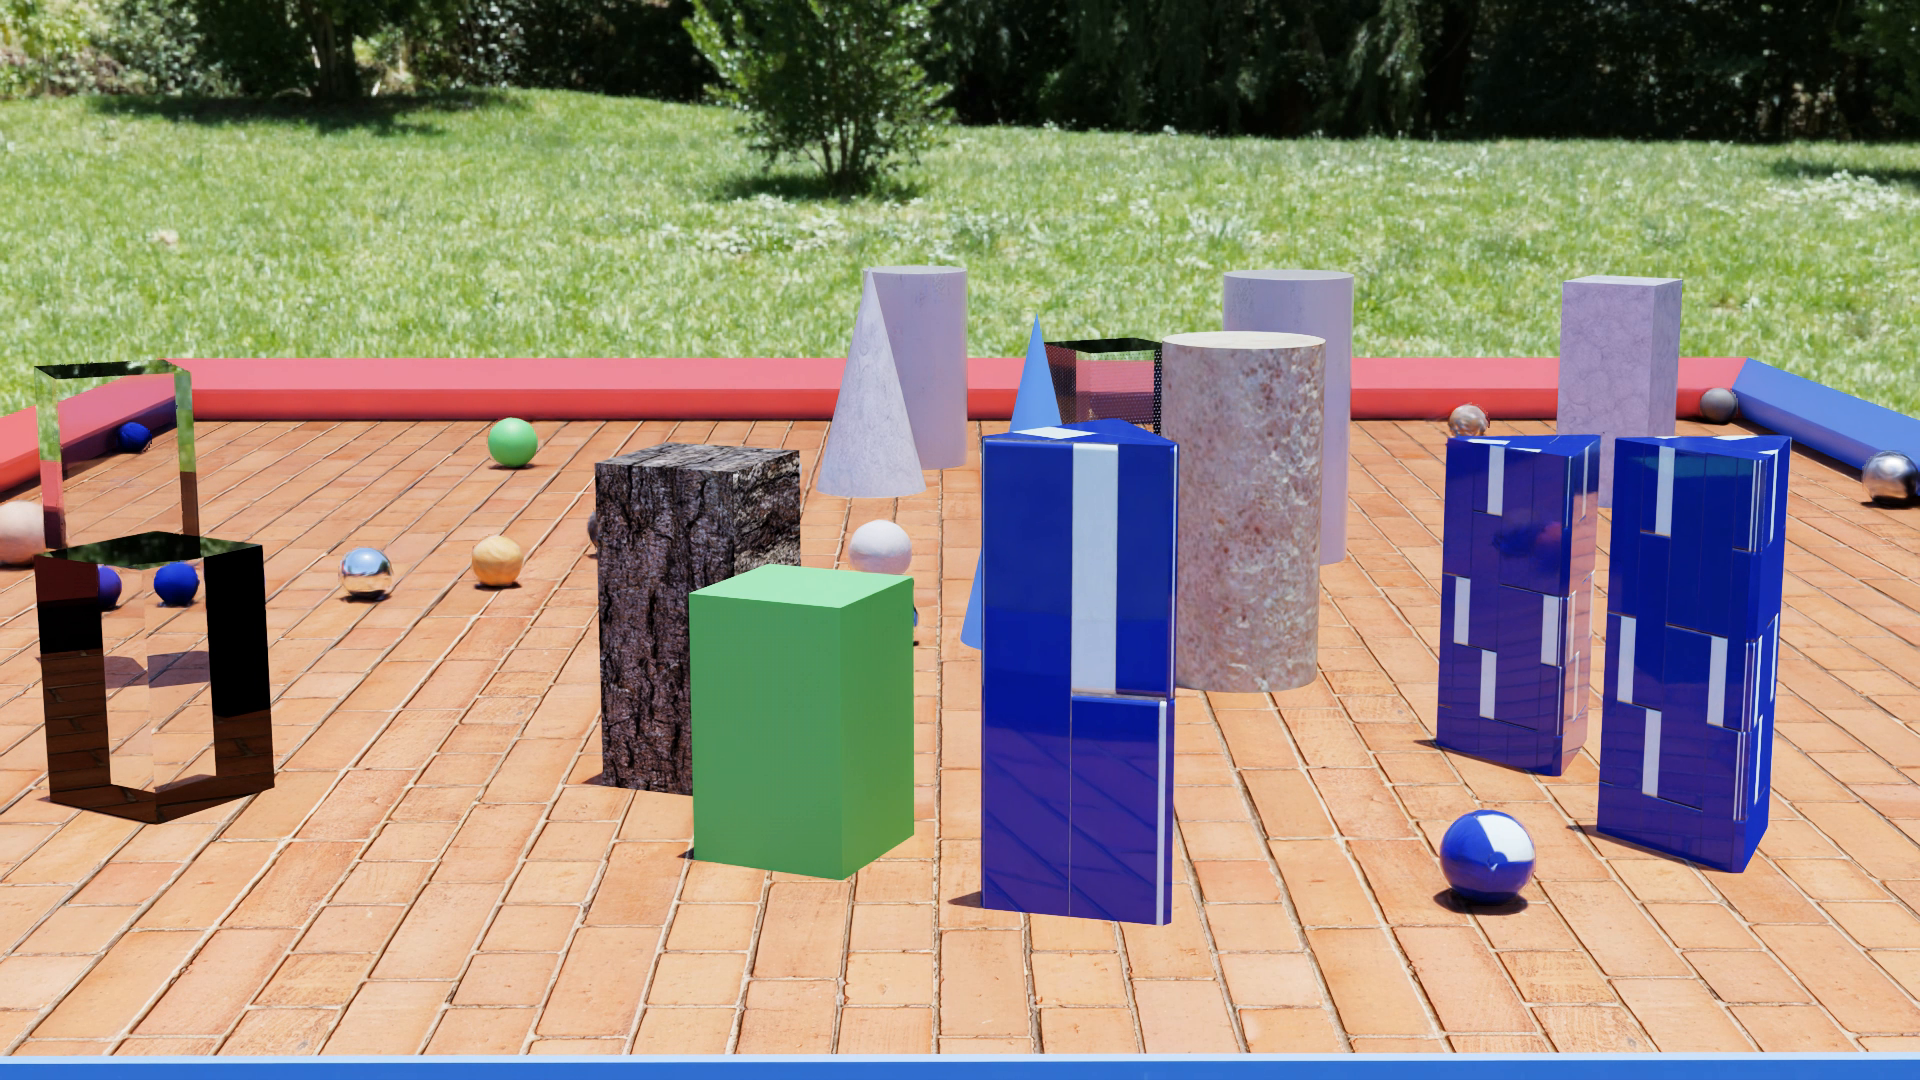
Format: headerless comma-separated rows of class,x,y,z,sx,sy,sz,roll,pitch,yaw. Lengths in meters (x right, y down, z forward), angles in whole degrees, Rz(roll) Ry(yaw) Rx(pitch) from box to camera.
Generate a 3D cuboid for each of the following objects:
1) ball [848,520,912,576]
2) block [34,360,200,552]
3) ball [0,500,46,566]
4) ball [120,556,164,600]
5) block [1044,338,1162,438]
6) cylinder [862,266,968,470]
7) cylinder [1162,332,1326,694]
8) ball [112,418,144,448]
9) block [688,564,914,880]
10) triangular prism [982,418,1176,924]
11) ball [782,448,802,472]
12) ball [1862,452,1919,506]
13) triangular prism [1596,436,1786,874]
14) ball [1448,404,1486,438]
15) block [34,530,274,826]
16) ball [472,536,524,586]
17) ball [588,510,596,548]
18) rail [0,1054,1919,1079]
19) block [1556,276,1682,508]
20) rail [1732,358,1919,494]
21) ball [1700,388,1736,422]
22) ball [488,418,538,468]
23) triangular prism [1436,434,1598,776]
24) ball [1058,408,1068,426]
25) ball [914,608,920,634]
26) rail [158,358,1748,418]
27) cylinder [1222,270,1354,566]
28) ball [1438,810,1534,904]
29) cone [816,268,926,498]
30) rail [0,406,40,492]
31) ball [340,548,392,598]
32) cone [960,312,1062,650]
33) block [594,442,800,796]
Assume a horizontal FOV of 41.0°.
ball,-0.113,0.017,3.626,0.091,0.091,0.091,0,11,0
block,-1.018,-0.026,3.111,0.154,0.364,0.154,-6,12,-28
ball,-1.377,-0.010,3.761,0.096,0.096,0.096,0,11,0
ball,-1.124,0.052,3.527,0.058,0.058,0.058,0,11,0
block,0.210,-0.099,3.561,0.154,0.344,0.154,-5,12,-25
cylinder,-0.082,-0.318,4.708,0.192,0.356,0.192,0,11,0
cylinder,0.334,-0.037,3.061,0.192,0.405,0.192,0,11,0
ball,-1.592,-0.204,4.906,0.058,0.058,0.058,0,11,0
block,-0.145,0.165,2.392,0.154,0.252,0.154,5,12,24
triangular prism,0.118,0.109,2.250,0.166,0.415,0.144,3,11,16
ball,-0.309,-0.123,4.437,0.070,0.070,0.070,0,11,0
ball,1.550,-0.102,4.272,0.089,0.089,0.089,0,11,0
triangular prism,0.719,0.097,2.408,0.144,0.381,0.166,-7,13,-35
ball,0.986,-0.226,4.984,0.073,0.073,0.073,0,11,0
block,-0.803,0.133,2.565,0.154,0.251,0.154,6,12,31
ball,-0.651,0.030,3.611,0.072,0.072,0.072,0,11,0
ball,-0.512,-0.017,3.829,0.085,0.085,0.085,0,11,0
rail,0.011,0.374,1.609,3.286,0.125,0.045,0,11,0
block,1.102,-0.249,4.296,0.154,0.371,0.154,7,12,32
rail,1.619,0.030,3.458,0.045,0.125,3.791,0,11,0
ball,1.552,-0.276,5.255,0.072,0.072,0.072,0,11,0
ball,-0.815,-0.178,4.675,0.091,0.091,0.091,0,11,0
triangular prism,0.624,0.060,2.729,0.144,0.335,0.166,-8,13,-36
ball,0.178,-0.230,5.022,0.067,0.067,0.067,0,11,0
ball,-0.081,0.103,3.253,0.060,0.060,0.060,0,11,0
rail,-0.011,-0.310,5.290,3.286,0.125,0.045,0,11,0
cylinder,0.483,-0.184,3.809,0.192,0.420,0.192,0,11,0
ball,0.462,0.278,2.250,0.082,0.082,0.082,0,11,0
cone,-0.154,-0.279,4.410,0.192,0.387,0.192,0,11,0
rail,-1.619,0.034,3.440,0.045,0.125,3.791,0,11,0
ball,-0.817,0.045,3.529,0.071,0.071,0.071,0,11,0
cone,0.096,-0.080,3.251,0.192,0.419,0.192,0,11,0
block,-0.265,0.079,2.631,0.154,0.333,0.154,4,11,21
